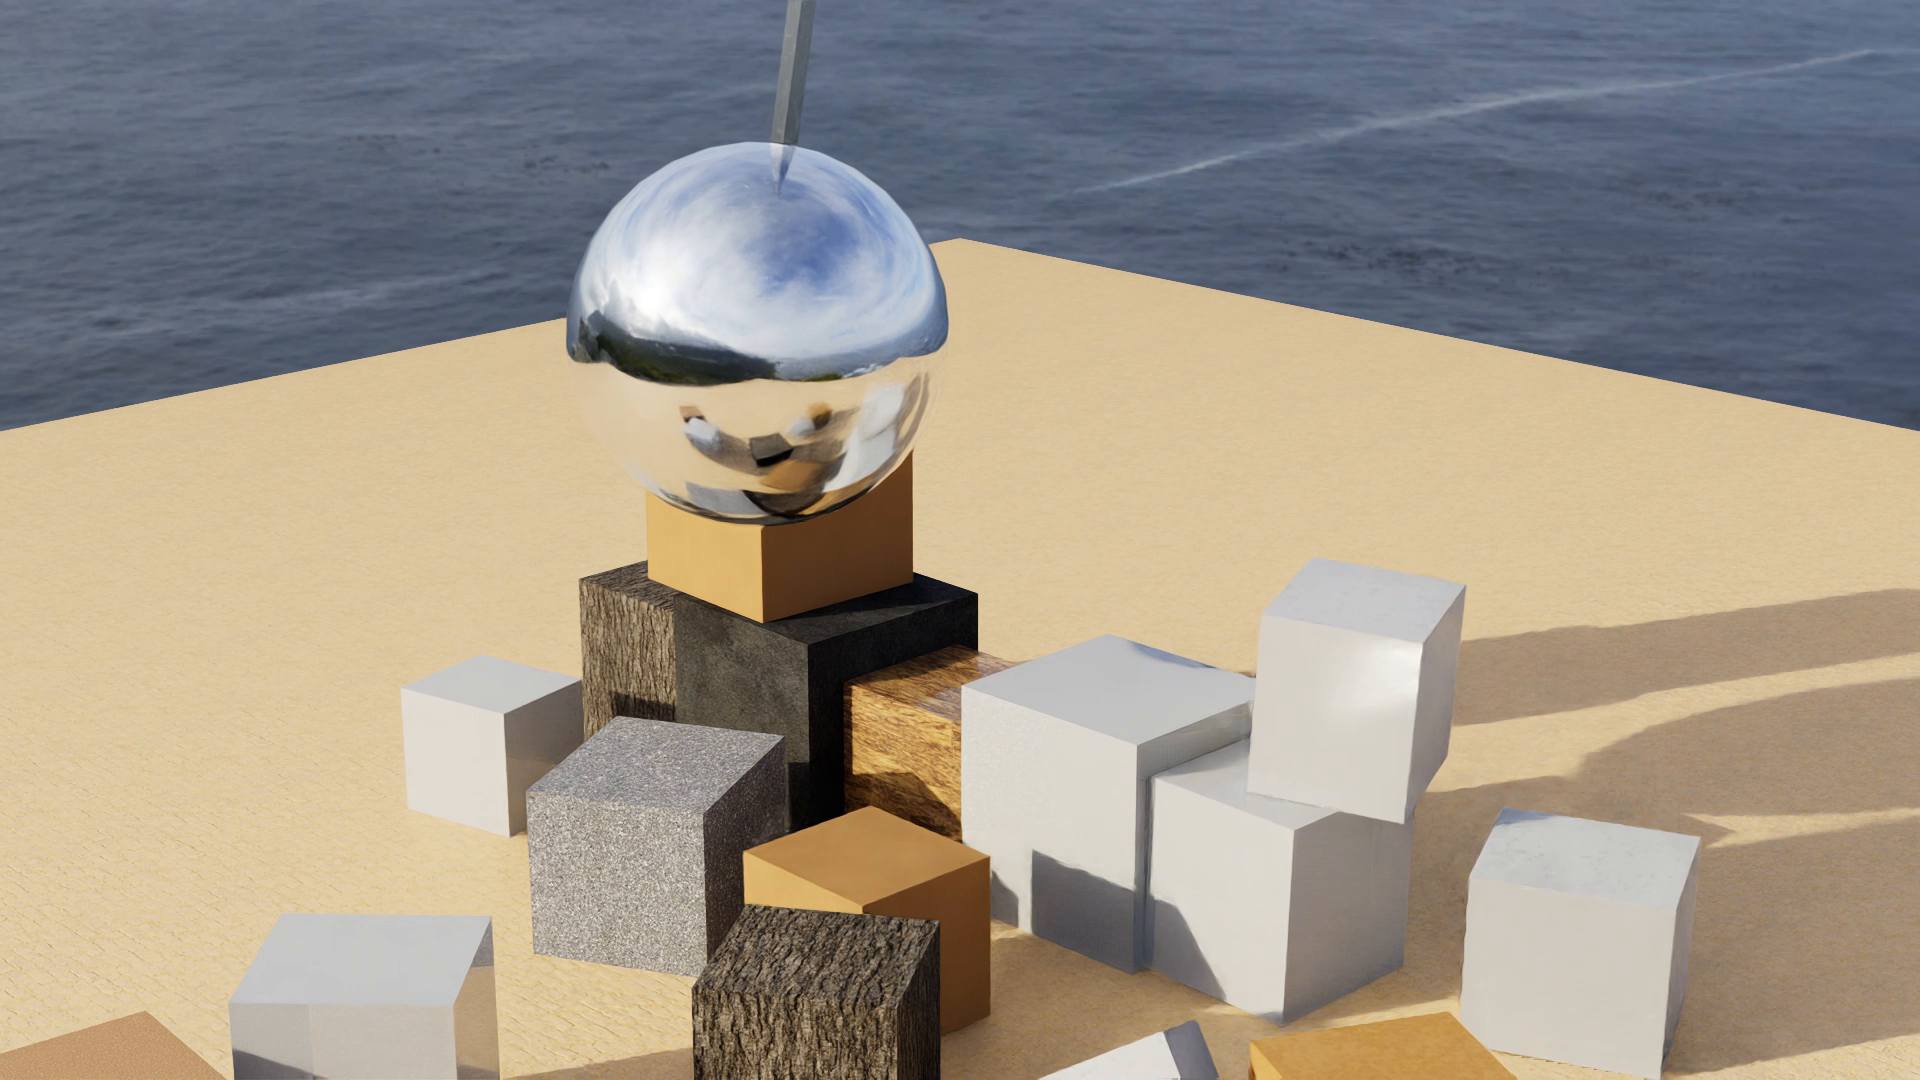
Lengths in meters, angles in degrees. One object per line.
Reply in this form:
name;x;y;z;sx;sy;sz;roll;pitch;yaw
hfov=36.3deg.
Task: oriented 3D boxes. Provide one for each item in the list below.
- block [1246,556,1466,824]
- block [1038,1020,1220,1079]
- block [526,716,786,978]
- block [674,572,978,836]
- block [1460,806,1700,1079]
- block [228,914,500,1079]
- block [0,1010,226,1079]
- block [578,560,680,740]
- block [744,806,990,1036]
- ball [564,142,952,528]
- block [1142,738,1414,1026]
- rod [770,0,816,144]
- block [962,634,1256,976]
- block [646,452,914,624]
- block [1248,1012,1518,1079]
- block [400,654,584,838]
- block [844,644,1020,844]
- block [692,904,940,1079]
block;1.644;0.608;12.135;0.662;0.785;0.753;10;21;20
block;0.601;2.060;10.266;0.593;0.546;0.551;-24;-11;13
block;-1.310;1.329;12.852;0.812;0.757;0.941;6;18;17
block;-0.643;0.753;14.223;1.080;1.034;0.988;-16;23;-41
block;2.507;1.619;11.865;0.803;0.748;0.690;8;22;20
block;-2.169;1.927;10.803;0.797;0.846;0.752;1;17;2
block;-2.986;2.205;10.075;0.801;0.751;0.768;-13;22;-36
block;-1.297;0.619;14.893;0.886;0.889;0.877;-17;24;-42
block;-0.377;1.613;12.014;0.691;0.713;0.732;-16;24;-41
ball;-0.836;-0.852;12.197;1.600;1.600;1.600;0;17;0
block;1.346;1.404;12.384;0.760;0.873;0.819;18;24;42
rod;-0.362;-4.174;11.650;0.080;5.200;0.080;17;13;42
block;0.707;1.140;12.968;1.019;1.048;0.962;16;24;42
block;-0.874;-0.281;14.125;0.927;0.997;0.904;-15;23;-39
block;1.471;2.189;10.028;0.753;0.810;0.736;-5;18;-16
block;-2.248;0.985;14.171;0.650;0.623;0.568;11;21;31
block;0.026;1.054;13.637;0.745;0.811;0.856;-17;24;-42
block;-0.526;1.901;11.046;0.766;0.749;0.750;4;18;11
